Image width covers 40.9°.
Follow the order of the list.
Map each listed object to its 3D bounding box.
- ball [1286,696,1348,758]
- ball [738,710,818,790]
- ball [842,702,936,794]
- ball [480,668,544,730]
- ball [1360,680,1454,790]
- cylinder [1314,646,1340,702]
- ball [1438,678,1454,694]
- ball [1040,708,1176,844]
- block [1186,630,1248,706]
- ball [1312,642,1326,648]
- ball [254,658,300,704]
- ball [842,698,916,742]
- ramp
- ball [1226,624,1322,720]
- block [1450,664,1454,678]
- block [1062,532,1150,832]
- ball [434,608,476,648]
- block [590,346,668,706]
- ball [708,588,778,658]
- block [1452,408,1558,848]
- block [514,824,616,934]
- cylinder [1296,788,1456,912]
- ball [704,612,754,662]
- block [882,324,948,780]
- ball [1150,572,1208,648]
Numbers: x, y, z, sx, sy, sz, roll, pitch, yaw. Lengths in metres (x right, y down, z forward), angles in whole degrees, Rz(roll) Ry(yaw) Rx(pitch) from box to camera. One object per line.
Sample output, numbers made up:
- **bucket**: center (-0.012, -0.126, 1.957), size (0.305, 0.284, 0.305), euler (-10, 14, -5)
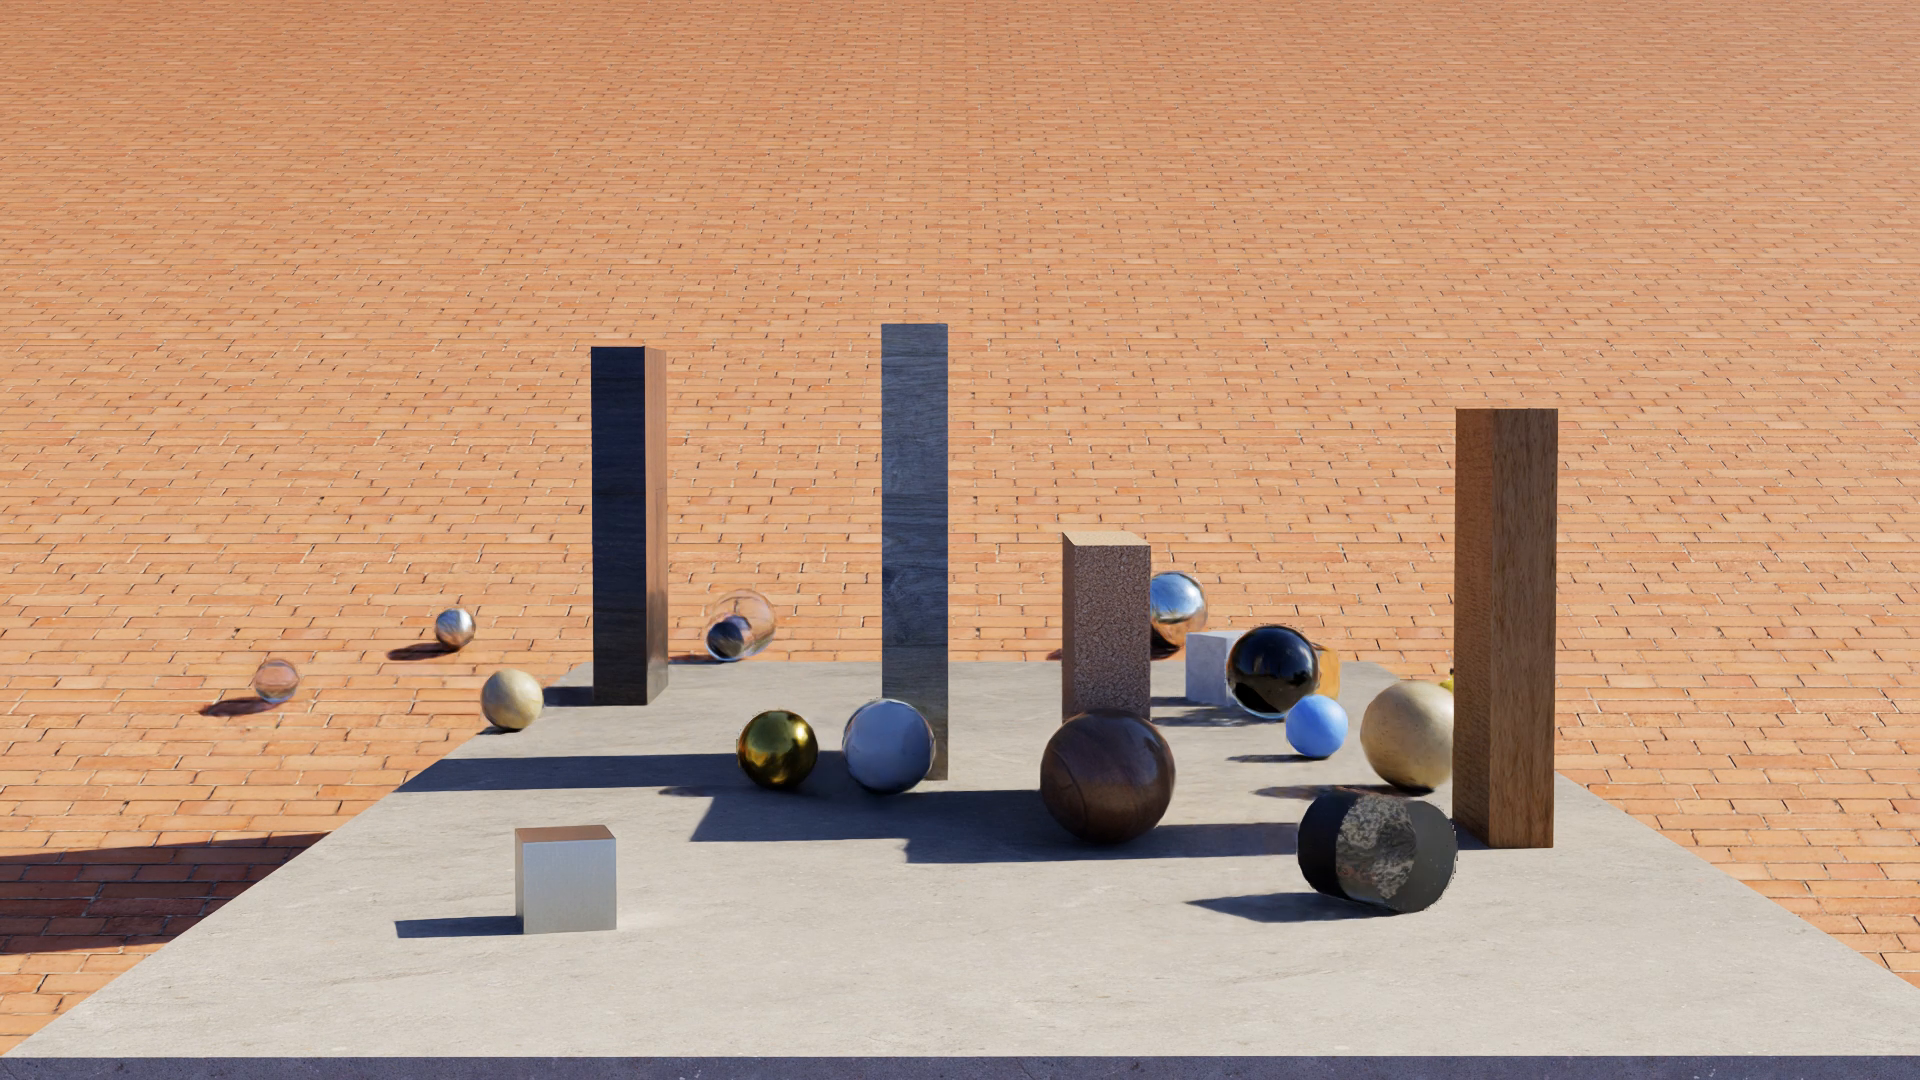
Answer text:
- **ball**: center (0.653, 0.342, 4.708), size (0.115, 0.115, 0.115), euler (0, 22, 0)
- **ball**: center (-0.305, 0.352, 4.313), size (0.135, 0.135, 0.135), euler (0, 22, 0)
- **ball**: center (-0.116, 0.339, 4.195), size (0.152, 0.152, 0.152), euler (0, 22, 0)
- **ball**: center (-0.892, 0.317, 5.114), size (0.124, 0.124, 0.124), euler (0, 22, 0)
- **ball**: center (0.763, 0.327, 4.301), size (0.185, 0.185, 0.185), euler (0, 22, 0)
- **cylinder**: center (0.714, 0.293, 5.437), size (0.138, 0.138, 0.138), euler (2, 20, 30)
- **ball**: center (0.957, 0.327, 4.969), size (0.117, 0.117, 0.117), euler (0, 22, 0)
- **ball**: center (0.216, 0.346, 3.774), size (0.200, 0.200, 0.200), euler (0, 22, 0)
- **block**: center (0.597, 0.279, 5.634), size (0.147, 0.147, 0.147), euler (-2, 3, -32)
- **ball**: center (0.755, 0.288, 5.571), size (0.134, 0.134, 0.134), euler (0, 22, 0)
- **ball**: center (-1.730, 0.356, 6.509), size (0.113, 0.113, 0.113), euler (0, 22, 0)
- **ball**: center (-0.124, 0.343, 4.346), size (0.150, 0.150, 0.150), euler (0, 22, 0)
- **ramp**: center (0.051, 0.458, 4.533), size (2.000, 0.100, 4.000), euler (0, 3, 0)
- **ball**: center (0.644, 0.271, 5.287), size (0.195, 0.195, 0.195), euler (0, 22, 0)
- **block**: center (1.036, 0.315, 5.076), size (0.130, 0.130, 0.130), euler (1, 3, 14)
- **block**: center (0.229, 0.213, 4.093), size (0.114, 0.434, 0.449), euler (0, 3, 0)
- **ball**: center (-1.340, 0.234, 6.823), size (0.108, 0.108, 0.108), euler (0, 22, 0)
- **block**: center (-0.734, -0.039, 5.737), size (0.116, 0.773, 0.412), euler (0, 3, 0)
- **ball**: center (-0.568, 0.218, 6.720), size (0.181, 0.181, 0.181), euler (0, 22, 0)
- **block**: center (0.815, 0.122, 3.858), size (0.094, 0.638, 0.277), euler (0, 3, 0)
- **block**: center (-0.490, 0.420, 3.188), size (0.112, 0.112, 0.112), euler (-1, 3, -15)
- **cylinder**: center (0.535, 0.398, 3.307), size (0.143, 0.143, 0.143), euler (-15, 10, -33)
- **ball**: center (-0.586, 0.245, 6.521), size (0.127, 0.127, 0.127), euler (0, 22, 0)
- **block**: center (-0.078, 0.012, 4.604), size (0.114, 0.784, 0.399), euler (0, 3, 0)
- **ball**: center (0.556, 0.185, 6.819), size (0.202, 0.202, 0.202), euler (0, 22, 0)
